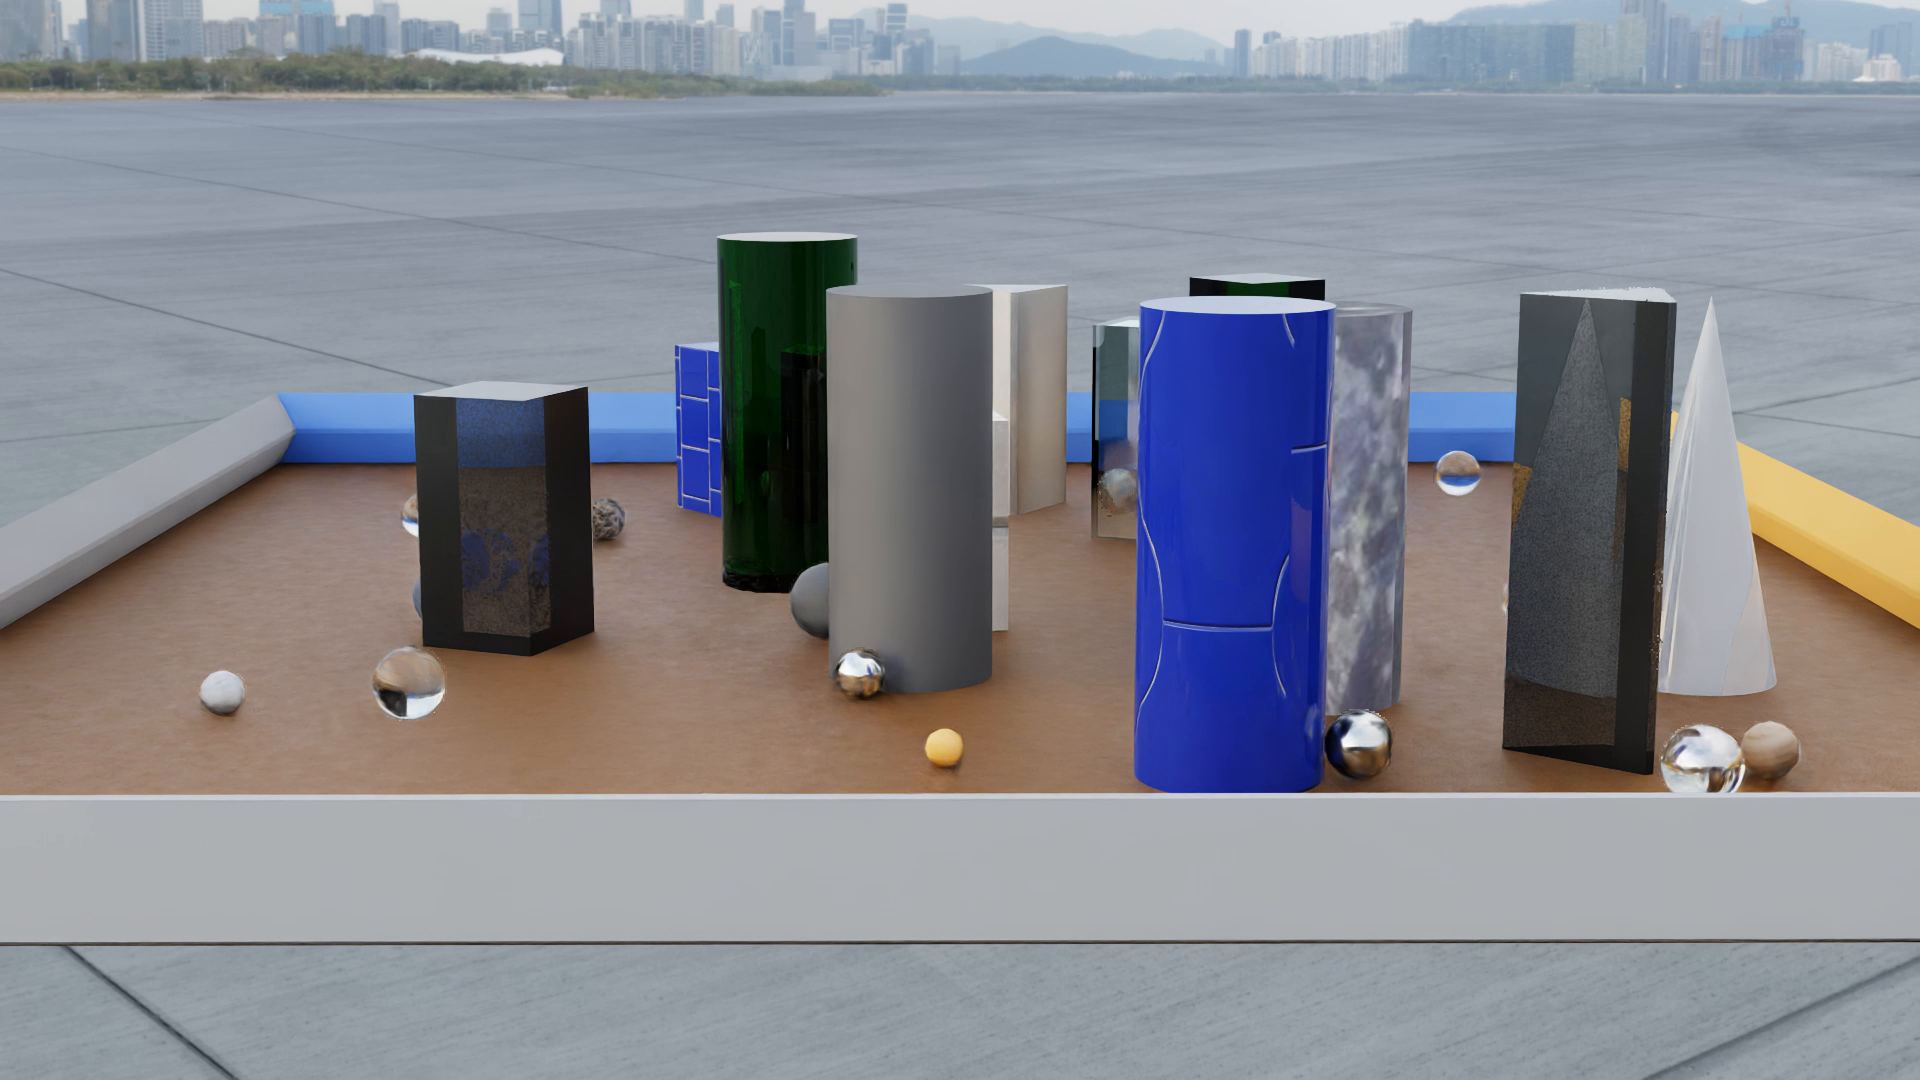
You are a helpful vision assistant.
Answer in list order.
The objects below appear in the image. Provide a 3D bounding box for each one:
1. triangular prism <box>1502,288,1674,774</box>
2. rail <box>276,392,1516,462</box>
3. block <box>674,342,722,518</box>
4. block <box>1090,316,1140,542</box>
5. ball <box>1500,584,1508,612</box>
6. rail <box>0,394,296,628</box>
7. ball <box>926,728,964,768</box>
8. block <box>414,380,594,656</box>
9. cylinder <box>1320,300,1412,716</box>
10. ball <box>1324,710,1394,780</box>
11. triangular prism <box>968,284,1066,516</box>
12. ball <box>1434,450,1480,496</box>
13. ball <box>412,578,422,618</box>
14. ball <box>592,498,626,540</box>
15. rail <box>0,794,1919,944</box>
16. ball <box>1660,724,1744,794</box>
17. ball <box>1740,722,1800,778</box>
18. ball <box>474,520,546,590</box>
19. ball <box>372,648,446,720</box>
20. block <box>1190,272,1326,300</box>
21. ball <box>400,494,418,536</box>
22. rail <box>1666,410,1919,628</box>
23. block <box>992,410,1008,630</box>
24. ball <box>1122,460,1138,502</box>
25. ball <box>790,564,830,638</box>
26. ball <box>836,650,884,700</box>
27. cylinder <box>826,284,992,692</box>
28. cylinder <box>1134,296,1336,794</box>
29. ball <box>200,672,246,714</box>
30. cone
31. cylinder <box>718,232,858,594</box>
[{"bbox_3d":[0.698,-0.018,2.731,0.171,0.491,0.148,9,13,39],"label":"triangular prism"},{"bbox_3d":[-0.008,-0.205,4.734,2.514,0.128,0.045,0,10,0],"label":"rail"},{"bbox_3d":[-0.360,-0.186,4.248,0.158,0.271,0.158,-8,13,-38],"label":"block"},{"bbox_3d":[0.308,-0.173,4.002,0.158,0.334,0.158,5,12,24],"label":"block"},{"bbox_3d":[0.746,0.079,3.393,0.061,0.061,0.061,0,10,0],"label":"ball"},{"bbox_3d":[-1.233,0.034,3.442,0.045,0.128,2.661,0,10,0],"label":"rail"},{"bbox_3d":[-0.016,0.218,2.694,0.041,0.041,0.041,0,10,0],"label":"ball"},{"bbox_3d":[-0.579,-0.031,3.270,0.158,0.321,0.158,4,11,22],"label":"block"},{"bbox_3d":[0.416,-0.041,2.965,0.197,0.453,0.197,0,10,0],"label":"cylinder"},{"bbox_3d":[0.410,0.210,2.631,0.070,0.070,0.070,0,10,0],"label":"ball"},{"bbox_3d":[0.070,-0.240,4.278,0.148,0.365,0.171,7,12,32],"label":"triangular prism"},{"bbox_3d":[0.851,-0.114,4.387,0.078,0.078,0.078,0,10,0],"label":"ball"},{"bbox_3d":[-0.678,0.074,3.359,0.077,0.077,0.077,0,10,0],"label":"ball"},{"bbox_3d":[-0.552,-0.033,3.985,0.064,0.064,0.064,0,10,0],"label":"ball"},{"bbox_3d":[0.008,0.271,2.164,2.514,0.128,0.045,0,10,0],"label":"rail"},{"bbox_3d":[0.739,0.224,2.553,0.080,0.080,0.080,0,10,0],"label":"ball"},{"bbox_3d":[0.837,0.217,2.651,0.059,0.059,0.059,0,10,0],"label":"ball"},{"bbox_3d":[-0.632,0.020,3.606,0.099,0.099,0.099,0,10,0],"label":"ball"},{"bbox_3d":[-0.621,0.161,2.890,0.081,0.081,0.081,0,10,0],"label":"ball"},{"bbox_3d":[0.490,-0.246,4.268,0.158,0.380,0.158,-7,13,-34],"label":"block"},{"bbox_3d":[-0.837,-0.038,4.003,0.069,0.069,0.069,0,10,0],"label":"ball"},{"bbox_3d":[1.233,0.032,3.456,0.045,0.128,2.661,0,10,0],"label":"rail"},{"bbox_3d":[-0.030,-0.029,3.386,0.158,0.276,0.158,-2,11,-11],"label":"block"},{"bbox_3d":[0.309,-0.100,4.317,0.075,0.075,0.075,0,10,0],"label":"ball"},{"bbox_3d":[-0.170,0.078,3.296,0.097,0.097,0.097,0,10,0],"label":"ball"},{"bbox_3d":[-0.116,0.156,2.982,0.058,0.058,0.058,0,10,0],"label":"ball"},{"bbox_3d":[-0.059,-0.067,3.069,0.197,0.464,0.197,0,10,0],"label":"cylinder"},{"bbox_3d":[0.279,0.003,2.627,0.197,0.488,0.197,0,10,0],"label":"cylinder"},{"bbox_3d":[-0.837,0.174,2.911,0.050,0.050,0.050,0,10,0],"label":"ball"},{"bbox_3d":[0.883,-0.062,3.055,0.197,0.460,0.197,0,10,0],"label":"cone"},{"bbox_3d":[-0.242,-0.184,3.632,0.197,0.490,0.197,0,10,0],"label":"cylinder"}]
